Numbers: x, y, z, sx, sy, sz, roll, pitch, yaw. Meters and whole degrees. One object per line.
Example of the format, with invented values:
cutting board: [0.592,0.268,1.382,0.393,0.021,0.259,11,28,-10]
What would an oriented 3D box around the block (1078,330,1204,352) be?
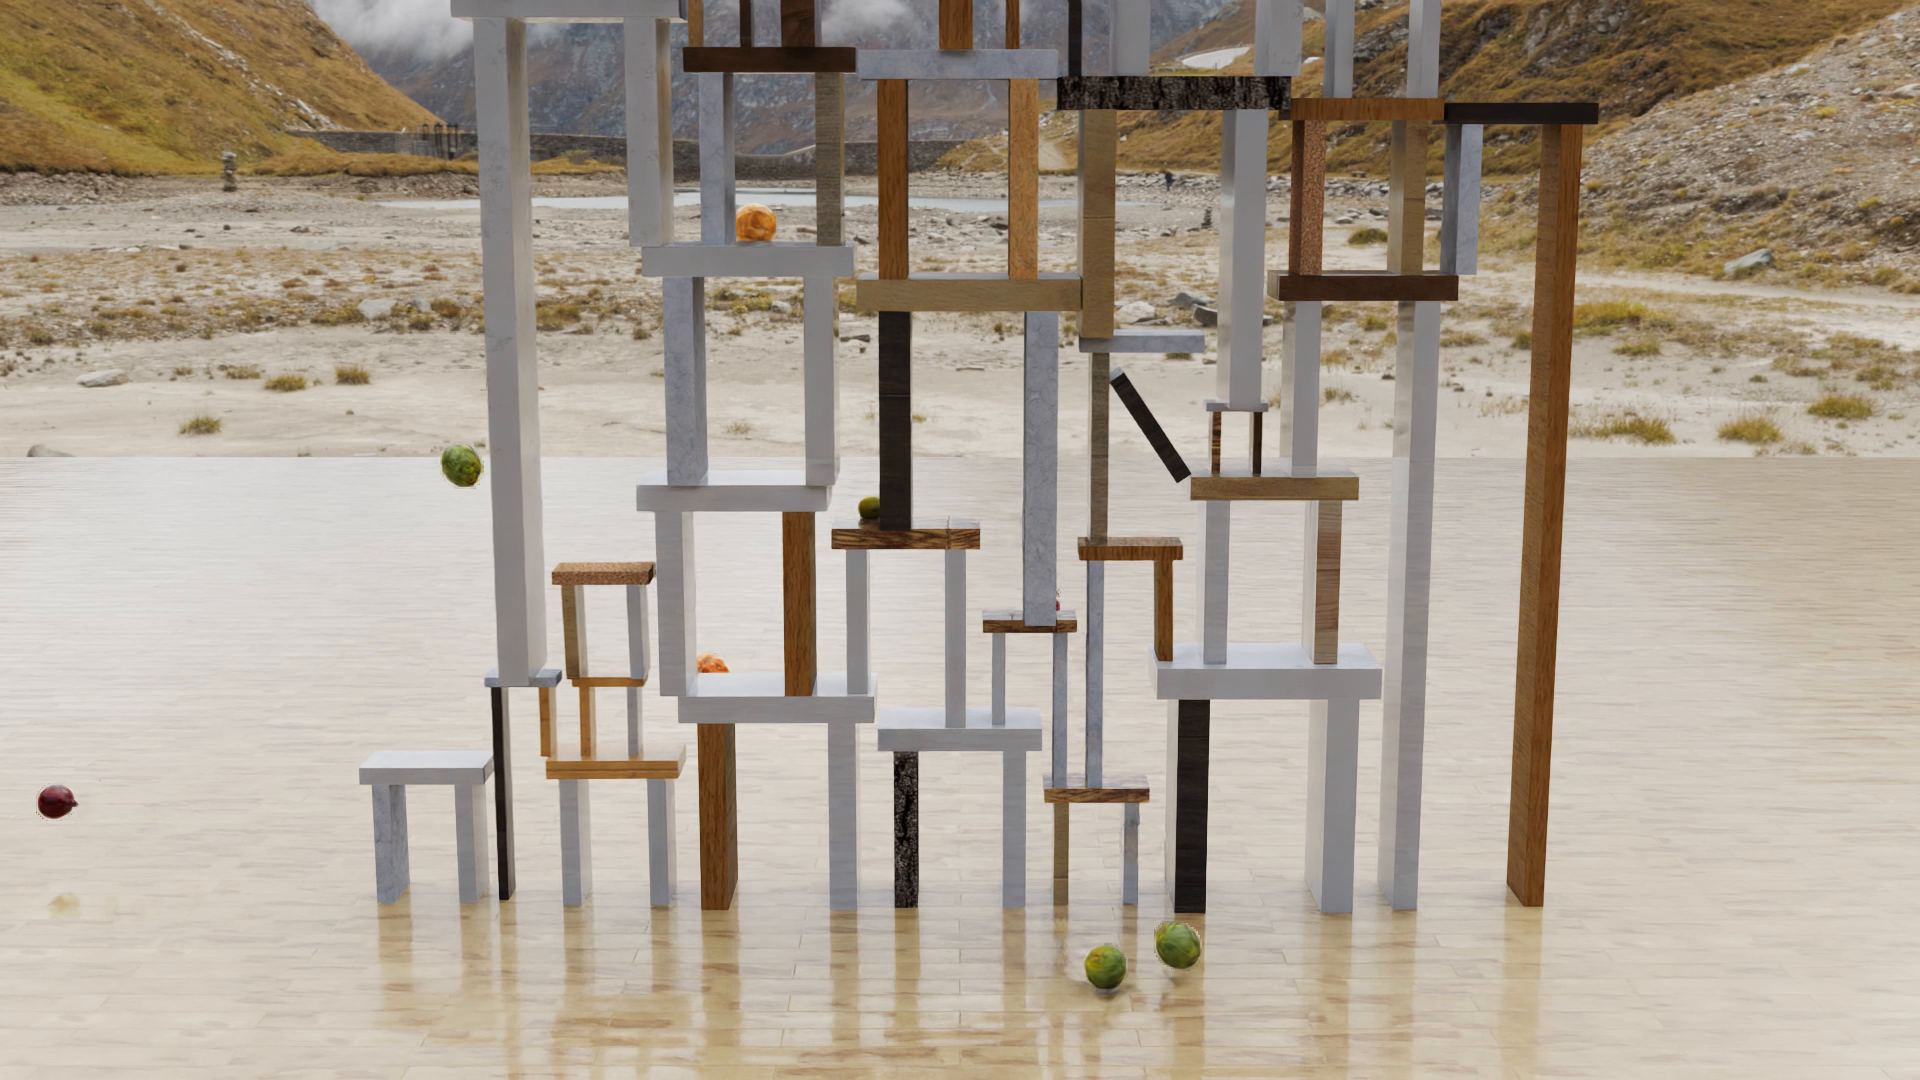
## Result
block: [0.288,-0.317,3.499,0.195,0.028,0.098,0,11,2]

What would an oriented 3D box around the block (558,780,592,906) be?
block: [-0.637,0.485,3.646,0.030,0.215,0.108,0,11,0]

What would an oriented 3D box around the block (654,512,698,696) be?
block: [-0.460,0.089,3.572,0.043,0.301,0.150,0,11,0]

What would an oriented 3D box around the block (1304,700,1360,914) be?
block: [0.613,0.414,3.633,0.051,0.358,0.179,0,11,0]

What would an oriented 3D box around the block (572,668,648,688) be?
block: [-0.573,0.226,3.603,0.116,0.016,0.058,0,11,0]

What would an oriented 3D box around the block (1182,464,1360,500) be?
block: [0.498,-0.093,3.544,0.266,0.038,0.133,0,11,0]

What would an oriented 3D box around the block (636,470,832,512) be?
block: [-0.360,-0.079,3.541,0.301,0.043,0.150,0,11,0]

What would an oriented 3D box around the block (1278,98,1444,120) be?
block: [0.626,-0.673,3.438,0.237,0.034,0.118,0,11,0]

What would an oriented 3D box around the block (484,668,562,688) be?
block: [-0.715,0.226,3.600,0.117,0.017,0.058,0,11,-1]

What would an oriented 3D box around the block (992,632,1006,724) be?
block: [0.063,0.218,3.596,0.022,0.152,0.076,0,11,0]

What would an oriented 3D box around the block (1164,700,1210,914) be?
block: [0.374,0.414,3.633,0.051,0.358,0.179,0,11,0]

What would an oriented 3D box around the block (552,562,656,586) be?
block: [-0.577,0.054,3.566,0.156,0.022,0.078,0,11,0]

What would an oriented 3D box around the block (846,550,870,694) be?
block: [-0.165,0.121,3.579,0.034,0.237,0.118,0,11,0]

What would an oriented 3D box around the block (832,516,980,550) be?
block: [-0.086,-0.012,3.554,0.237,0.034,0.118,0,11,0]

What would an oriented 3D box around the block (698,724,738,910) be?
block: [-0.400,0.435,3.640,0.045,0.315,0.158,0,11,0]

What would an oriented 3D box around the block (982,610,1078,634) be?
block: [0.113,0.132,3.581,0.152,0.022,0.076,0,11,0]

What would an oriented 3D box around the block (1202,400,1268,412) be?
block: [0.441,-0.215,3.519,0.099,0.014,0.050,0,11,0]

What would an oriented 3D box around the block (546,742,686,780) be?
block: [-0.565,0.364,3.624,0.215,0.030,0.108,0,11,0]

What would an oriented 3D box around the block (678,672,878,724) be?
block: [-0.295,0.258,3.607,0.315,0.045,0.158,0,11,0]

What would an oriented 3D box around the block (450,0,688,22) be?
block: [-0.598,-0.829,3.401,0.344,0.049,0.172,0,11,-1]

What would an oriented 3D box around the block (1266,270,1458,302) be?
block: [0.635,-0.403,3.481,0.278,0.039,0.139,0,11,0]

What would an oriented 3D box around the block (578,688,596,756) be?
block: [-0.612,0.291,3.615,0.016,0.116,0.058,0,11,0]

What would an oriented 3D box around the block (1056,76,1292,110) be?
block: [0.329,-0.695,3.424,0.347,0.049,0.174,0,11,0]

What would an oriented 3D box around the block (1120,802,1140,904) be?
block: [0.281,0.506,3.650,0.024,0.172,0.086,0,11,0]

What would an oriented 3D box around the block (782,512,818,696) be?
block: [-0.260,0.089,3.573,0.043,0.301,0.150,0,10,0]

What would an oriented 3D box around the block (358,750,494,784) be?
block: [-0.878,0.376,3.634,0.203,0.029,0.101,0,11,0]

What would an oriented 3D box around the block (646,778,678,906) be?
block: [-0.494,0.485,3.646,0.030,0.215,0.108,0,11,0]

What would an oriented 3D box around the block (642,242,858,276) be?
block: [-0.328,-0.444,3.474,0.327,0.046,0.163,0,11,0]

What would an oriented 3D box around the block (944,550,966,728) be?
block: [-0.007,0.148,3.584,0.034,0.293,0.118,0,11,0]

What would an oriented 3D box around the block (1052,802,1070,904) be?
block: [0.166,0.506,3.650,0.024,0.172,0.086,0,11,0]

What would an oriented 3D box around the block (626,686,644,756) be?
block: [-0.534,0.291,3.615,0.016,0.116,0.058,0,11,0]

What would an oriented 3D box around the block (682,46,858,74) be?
block: [-0.291,-0.746,3.422,0.264,0.037,0.132,0,11,0]

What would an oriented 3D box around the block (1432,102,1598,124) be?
block: [0.865,-0.665,3.432,0.230,0.033,0.115,0,11,0]

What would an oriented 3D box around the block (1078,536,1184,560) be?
block: [0.275,0.014,3.560,0.166,0.023,0.083,0,11,0]

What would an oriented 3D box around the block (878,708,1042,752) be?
block: [0.000,0.311,3.615,0.266,0.038,0.133,0,11,0]

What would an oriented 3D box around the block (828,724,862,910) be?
block: [-0.190,0.435,3.640,0.045,0.315,0.158,0,11,0]

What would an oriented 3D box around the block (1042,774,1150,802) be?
block: [0.224,0.410,3.632,0.172,0.024,0.086,0,11,0]

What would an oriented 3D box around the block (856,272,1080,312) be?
block: [0.013,-0.394,3.489,0.347,0.049,0.173,0,11,0]

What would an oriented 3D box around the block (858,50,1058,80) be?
block: [-0.003,-0.738,3.418,0.304,0.043,0.152,0,11,0]

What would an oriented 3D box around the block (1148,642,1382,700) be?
block: [0.494,0.213,3.596,0.358,0.051,0.179,0,11,0]

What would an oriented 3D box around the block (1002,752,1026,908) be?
block: [0.089,0.460,3.643,0.038,0.266,0.133,0,11,0]

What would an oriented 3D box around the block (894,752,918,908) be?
block: [-0.089,0.460,3.643,0.038,0.266,0.133,0,11,0]
